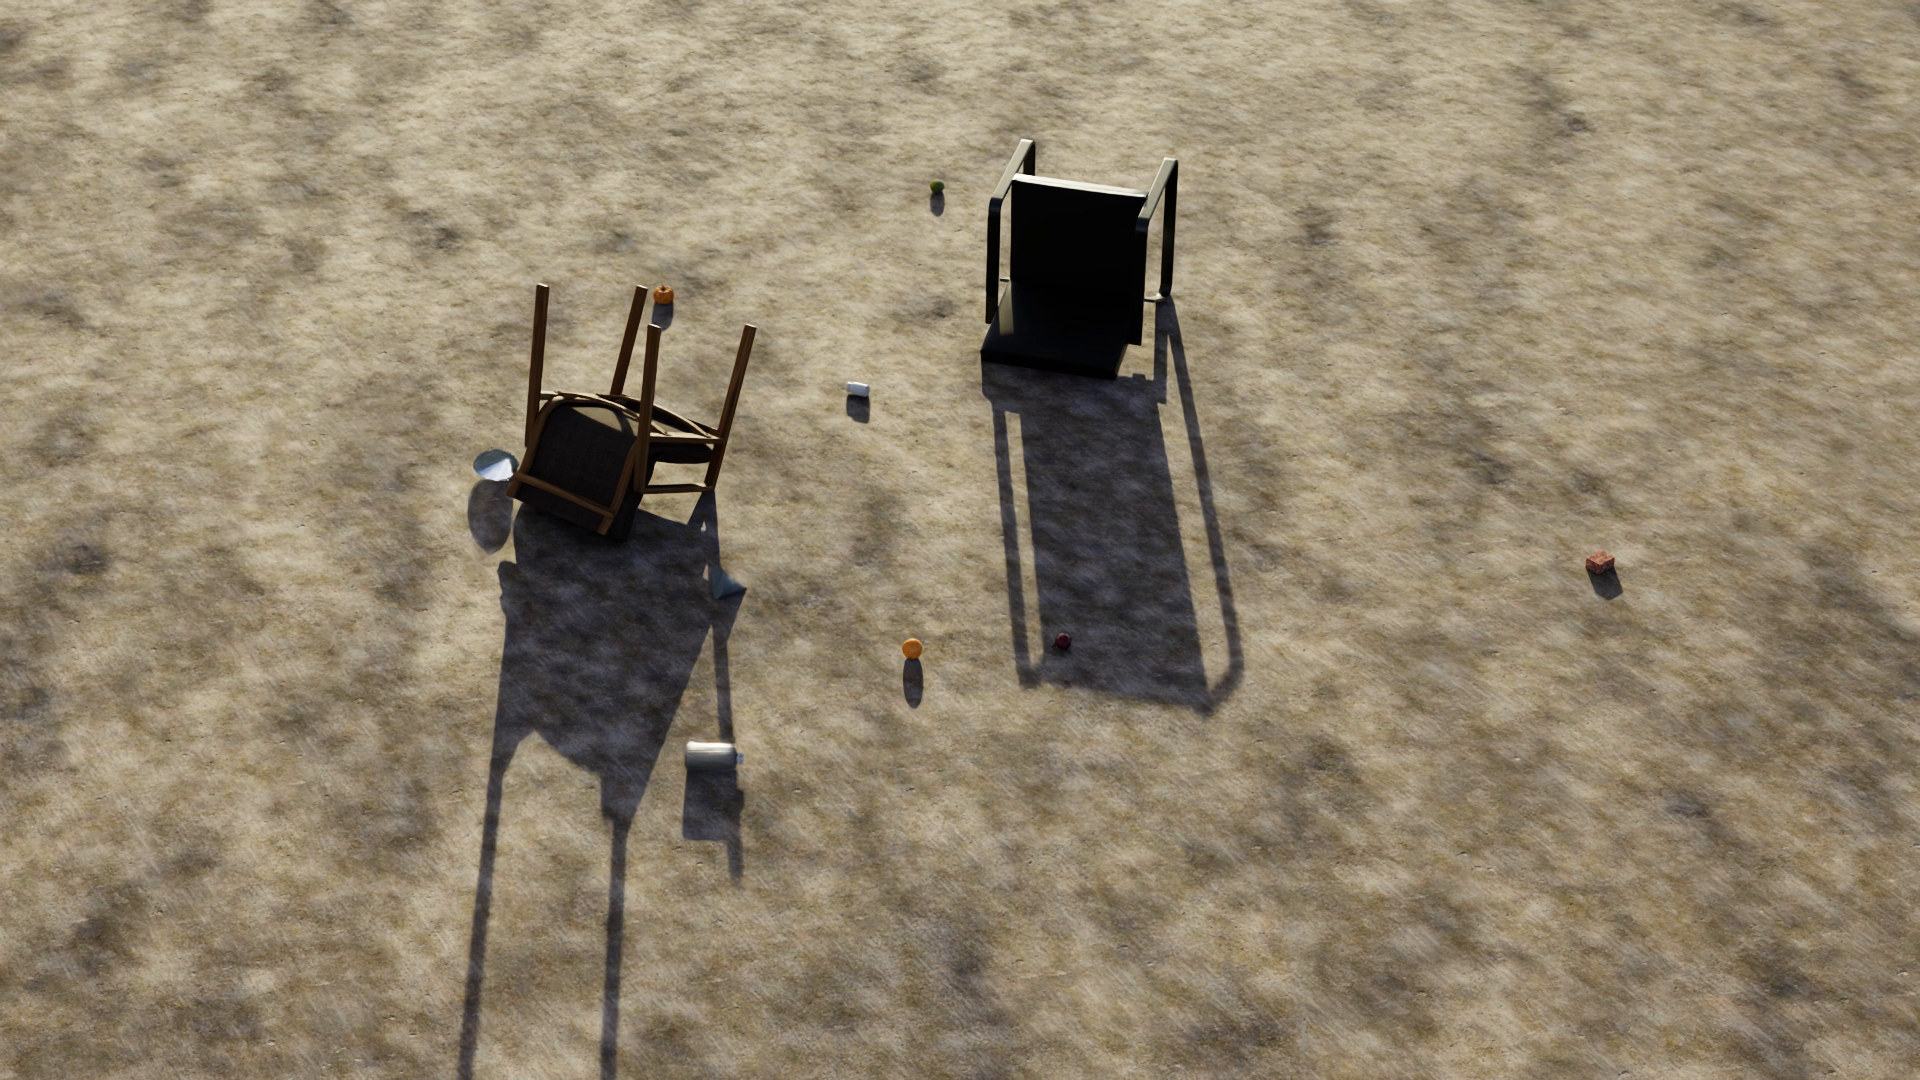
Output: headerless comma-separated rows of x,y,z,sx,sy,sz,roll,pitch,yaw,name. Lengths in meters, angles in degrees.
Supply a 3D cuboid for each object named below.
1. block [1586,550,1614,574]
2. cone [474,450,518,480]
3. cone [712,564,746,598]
2.355,0.081,10.785,0.085,0.040,0.064,-25,41,-33,block
-1.759,-0.314,11.367,0.187,0.120,0.204,-4,14,16,cone
-0.827,0.163,10.655,0.115,0.098,0.171,14,29,-23,cone
